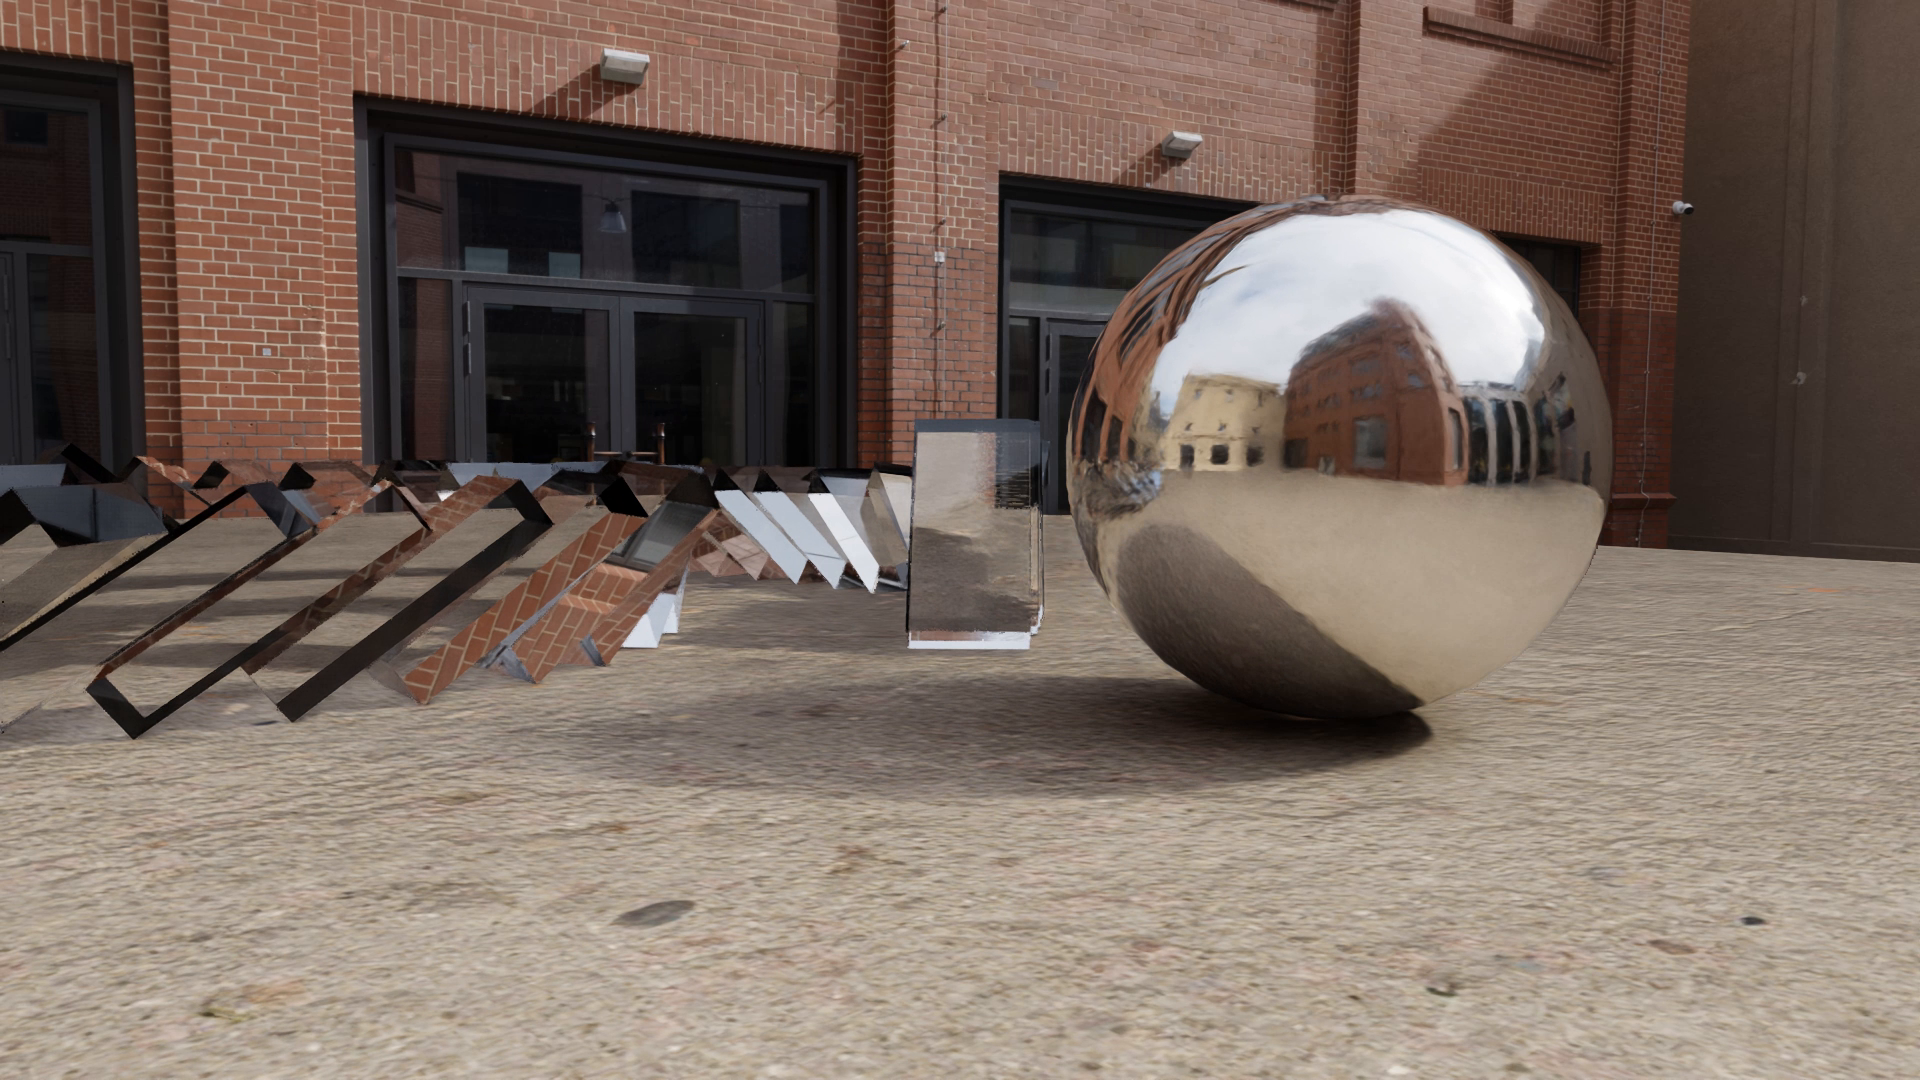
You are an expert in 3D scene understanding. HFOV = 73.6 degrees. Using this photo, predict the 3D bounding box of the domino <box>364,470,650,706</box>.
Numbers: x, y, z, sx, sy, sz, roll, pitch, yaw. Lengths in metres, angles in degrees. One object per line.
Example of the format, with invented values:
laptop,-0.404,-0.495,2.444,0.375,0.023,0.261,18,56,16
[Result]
domino,-0.082,0.007,0.228,0.025,0.009,0.050,8,44,48

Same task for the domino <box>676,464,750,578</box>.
domino,-0.087,-0.007,0.427,0.050,0.009,0.025,39,22,23

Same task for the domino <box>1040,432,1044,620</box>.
domino,0.008,-0.005,0.317,0.025,0.050,0.009,0,-26,1

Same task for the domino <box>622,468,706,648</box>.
domino,-0.074,0.003,0.286,0.025,0.009,0.050,1,40,5

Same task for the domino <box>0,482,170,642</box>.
domino,-0.143,0.010,0.182,0.050,0.009,0.025,-35,5,2

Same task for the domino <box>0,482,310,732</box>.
domino,-0.125,0.010,0.192,0.050,0.010,0.025,-38,15,-13

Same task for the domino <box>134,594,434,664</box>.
domino,-0.139,0.018,0.266,0.050,0.009,0.025,1,4,11

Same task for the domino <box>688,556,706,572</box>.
domino,-0.105,-0.008,0.433,0.050,0.009,0.025,37,17,18

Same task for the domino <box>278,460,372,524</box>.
domino,-0.157,-0.002,0.349,0.050,0.009,0.025,38,8,3

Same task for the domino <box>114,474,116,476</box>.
domino,-0.246,-0.005,0.399,0.050,0.010,0.025,37,-16,-29

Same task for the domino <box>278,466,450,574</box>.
domino,-0.197,-0.007,0.427,0.050,0.009,0.025,33,-3,-12

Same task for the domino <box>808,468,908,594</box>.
domino,-0.024,-0.004,0.384,0.025,0.009,0.050,-2,37,-32

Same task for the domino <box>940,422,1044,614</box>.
domino,0.008,-0.006,0.328,0.025,0.050,0.009,0,-26,1

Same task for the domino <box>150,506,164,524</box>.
domino,-0.174,0.008,0.255,0.025,0.009,0.050,-3,-21,-36

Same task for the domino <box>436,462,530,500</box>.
domino,-0.118,-0.002,0.345,0.025,0.009,0.050,-4,42,-48

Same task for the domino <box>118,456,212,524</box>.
domino,-0.191,-0.002,0.332,0.050,0.009,0.025,41,-13,-20

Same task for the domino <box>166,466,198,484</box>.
domino,-0.231,-0.006,0.411,0.050,0.009,0.025,34,-10,-21

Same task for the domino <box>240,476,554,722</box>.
domino,-0.095,0.008,0.215,0.050,0.009,0.025,-43,27,-25

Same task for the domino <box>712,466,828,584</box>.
domino,-0.055,-0.006,0.408,0.025,0.009,0.050,-5,40,-48

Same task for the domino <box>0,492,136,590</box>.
domino,-0.267,-0.003,0.366,0.025,0.010,0.050,3,-28,36

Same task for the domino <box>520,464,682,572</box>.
domino,-0.122,-0.008,0.438,0.050,0.009,0.025,36,14,13

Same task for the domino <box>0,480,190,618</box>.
domino,-0.206,0.003,0.290,0.025,0.009,0.050,-4,-29,21

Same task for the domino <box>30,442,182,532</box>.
domino,-0.201,-0.002,0.313,0.025,0.010,0.050,-2,-41,43

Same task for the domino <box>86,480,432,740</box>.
domino,-0.109,0.009,0.203,0.050,0.009,0.025,-39,20,-20

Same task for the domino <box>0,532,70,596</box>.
domino,-0.276,-0.001,0.350,0.025,0.010,0.050,3,-28,32

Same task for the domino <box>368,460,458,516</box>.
domino,-0.136,-0.003,0.352,0.050,0.009,0.025,42,21,20

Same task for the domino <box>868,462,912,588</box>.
domino,-0.009,-0.004,0.375,0.025,0.009,0.050,6,33,-22

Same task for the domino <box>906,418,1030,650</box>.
domino,0.002,-0.002,0.273,0.025,0.050,0.009,0,-26,3

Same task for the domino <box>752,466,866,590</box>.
domino,-0.040,-0.005,0.396,0.025,0.009,0.050,-4,39,-43

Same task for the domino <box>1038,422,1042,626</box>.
domino,0.007,-0.004,0.306,0.025,0.050,0.009,0,-26,3

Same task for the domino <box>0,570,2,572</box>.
domino,-0.282,0.000,0.332,0.025,0.009,0.050,2,-29,24

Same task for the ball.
ball,0.056,-0.012,0.199,0.080,0.080,0.080,0,4,0

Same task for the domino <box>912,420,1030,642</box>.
domino,0.003,-0.003,0.284,0.025,0.050,0.009,0,-26,3

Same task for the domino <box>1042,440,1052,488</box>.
domino,0.009,-0.008,0.355,0.025,0.050,0.009,11,-36,5

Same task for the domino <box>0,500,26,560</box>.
domino,-0.161,0.011,0.180,0.050,0.009,0.025,-35,-1,10

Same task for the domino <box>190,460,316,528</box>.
domino,-0.175,-0.002,0.342,0.050,0.009,0.025,38,-2,-9

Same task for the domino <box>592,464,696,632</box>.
domino,-0.077,0.001,0.304,0.025,0.009,0.050,0,40,-5

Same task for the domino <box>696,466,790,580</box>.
domino,-0.070,-0.006,0.418,0.050,0.009,0.025,41,26,28

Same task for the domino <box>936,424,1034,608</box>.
domino,0.006,-0.007,0.339,0.025,0.050,0.009,0,-26,1

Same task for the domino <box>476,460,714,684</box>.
domino,-0.073,0.004,0.246,0.025,0.009,0.050,9,45,36

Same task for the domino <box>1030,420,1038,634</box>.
domino,0.005,-0.004,0.295,0.025,0.050,0.010,0,-26,3

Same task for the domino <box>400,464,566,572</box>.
domino,-0.161,-0.008,0.435,0.050,0.009,0.025,33,3,-4

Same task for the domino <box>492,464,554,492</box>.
domino,-0.102,-0.001,0.334,0.025,0.009,0.050,-3,41,-38

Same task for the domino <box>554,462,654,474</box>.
domino,-0.087,0.000,0.321,0.025,0.010,0.050,-2,42,-20

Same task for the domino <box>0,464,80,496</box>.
domino,-0.193,0.003,0.271,0.025,0.009,0.050,-3,-33,-11

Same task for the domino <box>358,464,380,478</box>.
domino,-0.179,-0.008,0.432,0.050,0.009,0.025,33,0,-7

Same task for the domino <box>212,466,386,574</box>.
domino,-0.215,-0.007,0.419,0.050,0.009,0.025,34,-8,-18

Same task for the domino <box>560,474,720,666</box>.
domino,-0.073,0.005,0.265,0.025,0.010,0.050,2,39,22

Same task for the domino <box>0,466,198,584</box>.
domino,-0.257,-0.004,0.383,0.025,0.009,0.050,4,-28,44

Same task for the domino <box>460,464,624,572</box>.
domino,-0.142,-0.008,0.438,0.050,0.010,0.025,34,8,4
